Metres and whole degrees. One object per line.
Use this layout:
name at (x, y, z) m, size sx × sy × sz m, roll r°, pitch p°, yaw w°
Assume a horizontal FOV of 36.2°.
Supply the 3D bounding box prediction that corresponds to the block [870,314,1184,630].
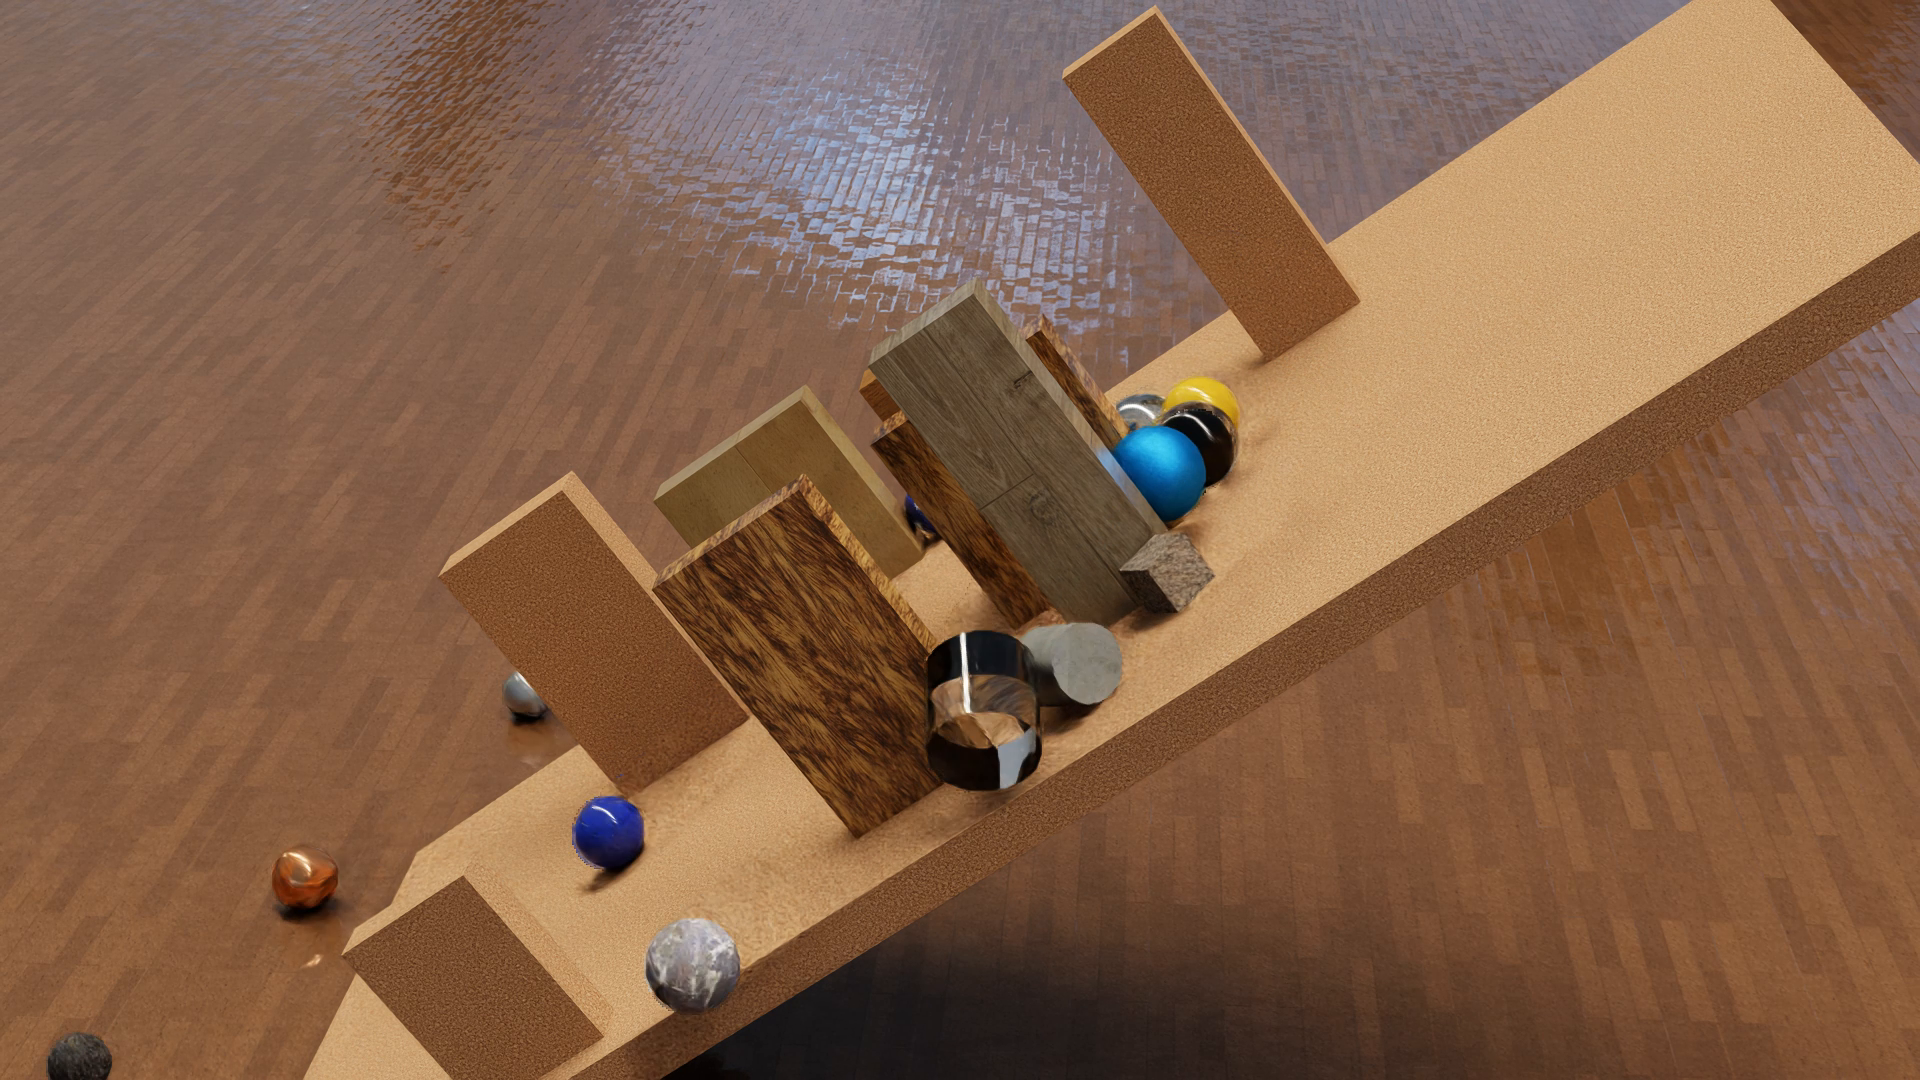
block at (0.141, -0.137, 6.058) m, size 0.430 × 0.502 × 0.110 m, roll -33°, pitch 16°, yaw 16°

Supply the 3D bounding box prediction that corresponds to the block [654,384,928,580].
block at (-0.403, -0.046, 7.044) m, size 0.445 × 0.486 × 0.112 m, roll -33°, pitch 16°, yaw 16°

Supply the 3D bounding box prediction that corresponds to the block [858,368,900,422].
block at (0.065, -0.184, 6.231) m, size 0.254 × 0.573 × 0.124 m, roll -33°, pitch 16°, yaw 16°

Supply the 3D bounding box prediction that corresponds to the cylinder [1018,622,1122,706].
cylinder at (0.200, 0.234, 5.520) m, size 0.153 × 0.153 × 0.153 m, roll -13°, pitch 2°, yaw -30°

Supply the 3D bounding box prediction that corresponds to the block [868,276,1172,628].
block at (0.137, -0.152, 5.727) m, size 0.251 × 0.705 × 0.115 m, roll -33°, pitch 16°, yaw 16°

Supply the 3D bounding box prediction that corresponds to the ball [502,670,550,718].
ball at (-1.275, 0.452, 8.703) m, size 0.153 × 0.153 × 0.153 m, roll 0°, pitch 22°, yaw 0°

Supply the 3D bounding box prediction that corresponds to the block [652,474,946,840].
block at (-0.246, 0.228, 5.619) m, size 0.353 × 0.641 × 0.088 m, roll -33°, pitch 16°, yaw 16°

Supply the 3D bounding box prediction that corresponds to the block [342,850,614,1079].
block at (-0.939, 0.864, 5.743) m, size 0.312 × 0.431 × 0.104 m, roll -33°, pitch 16°, yaw 16°

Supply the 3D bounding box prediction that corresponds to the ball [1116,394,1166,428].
ball at (0.401, -0.231, 6.368) m, size 0.172 × 0.172 × 0.172 m, roll 0°, pitch 22°, yaw 0°

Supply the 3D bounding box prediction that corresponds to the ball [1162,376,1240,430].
ball at (0.510, -0.263, 6.229) m, size 0.164 × 0.164 × 0.164 m, roll 0°, pitch 22°, yaw 0°

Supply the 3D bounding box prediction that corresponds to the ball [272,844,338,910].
ball at (-1.701, 0.876, 7.635) m, size 0.171 × 0.171 × 0.171 m, roll 0°, pitch 22°, yaw 0°

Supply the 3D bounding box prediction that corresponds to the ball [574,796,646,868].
ball at (-0.776, 0.647, 6.514) m, size 0.157 × 0.157 × 0.157 m, roll 0°, pitch 22°, yaw 0°

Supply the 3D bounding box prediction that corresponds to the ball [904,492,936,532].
ball at (-0.063, -0.088, 7.055) m, size 0.140 × 0.140 × 0.140 m, roll 0°, pitch 22°, yaw 0°

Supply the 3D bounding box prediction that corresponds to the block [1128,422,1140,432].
block at (0.351, -0.125, 6.214) m, size 0.152 × 0.152 × 0.152 m, roll -33°, pitch 16°, yaw 16°

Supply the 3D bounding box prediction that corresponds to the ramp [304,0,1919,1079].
ramp at (0.132, 0.177, 6.315) m, size 4.000 × 0.100 × 2.000 m, roll -33°, pitch 16°, yaw 16°

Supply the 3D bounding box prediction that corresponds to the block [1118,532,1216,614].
block at (0.398, 0.064, 5.649) m, size 0.109 × 0.109 × 0.109 m, roll -44°, pitch 16°, yaw -20°

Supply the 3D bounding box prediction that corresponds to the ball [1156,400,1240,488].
ball at (0.485, -0.197, 6.065) m, size 0.181 × 0.181 × 0.181 m, roll 0°, pitch 22°, yaw 0°

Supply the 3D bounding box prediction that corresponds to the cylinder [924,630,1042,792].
cylinder at (0.041, 0.311, 5.344) m, size 0.207 × 0.207 × 0.207 m, roll -1°, pitch 42°, yaw -2°

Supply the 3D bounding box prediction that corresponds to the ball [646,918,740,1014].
ball at (-0.498, 0.793, 5.483) m, size 0.176 × 0.176 × 0.176 m, roll 0°, pitch 22°, yaw 0°

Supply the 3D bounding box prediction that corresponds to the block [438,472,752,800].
block at (-0.838, 0.226, 6.844) m, size 0.372 × 0.695 × 0.124 m, roll -33°, pitch 16°, yaw 16°

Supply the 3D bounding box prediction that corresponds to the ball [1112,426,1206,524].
ball at (0.393, -0.131, 5.882) m, size 0.197 × 0.197 × 0.197 m, roll 0°, pitch 22°, yaw 0°

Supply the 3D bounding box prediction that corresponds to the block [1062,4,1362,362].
block at (0.553, -0.773, 6.424) m, size 0.244 × 0.785 × 0.086 m, roll -33°, pitch 16°, yaw 16°

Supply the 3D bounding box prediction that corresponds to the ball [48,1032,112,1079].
ball at (-2.045, 1.217, 6.832) m, size 0.143 × 0.143 × 0.143 m, roll 0°, pitch 22°, yaw 0°
